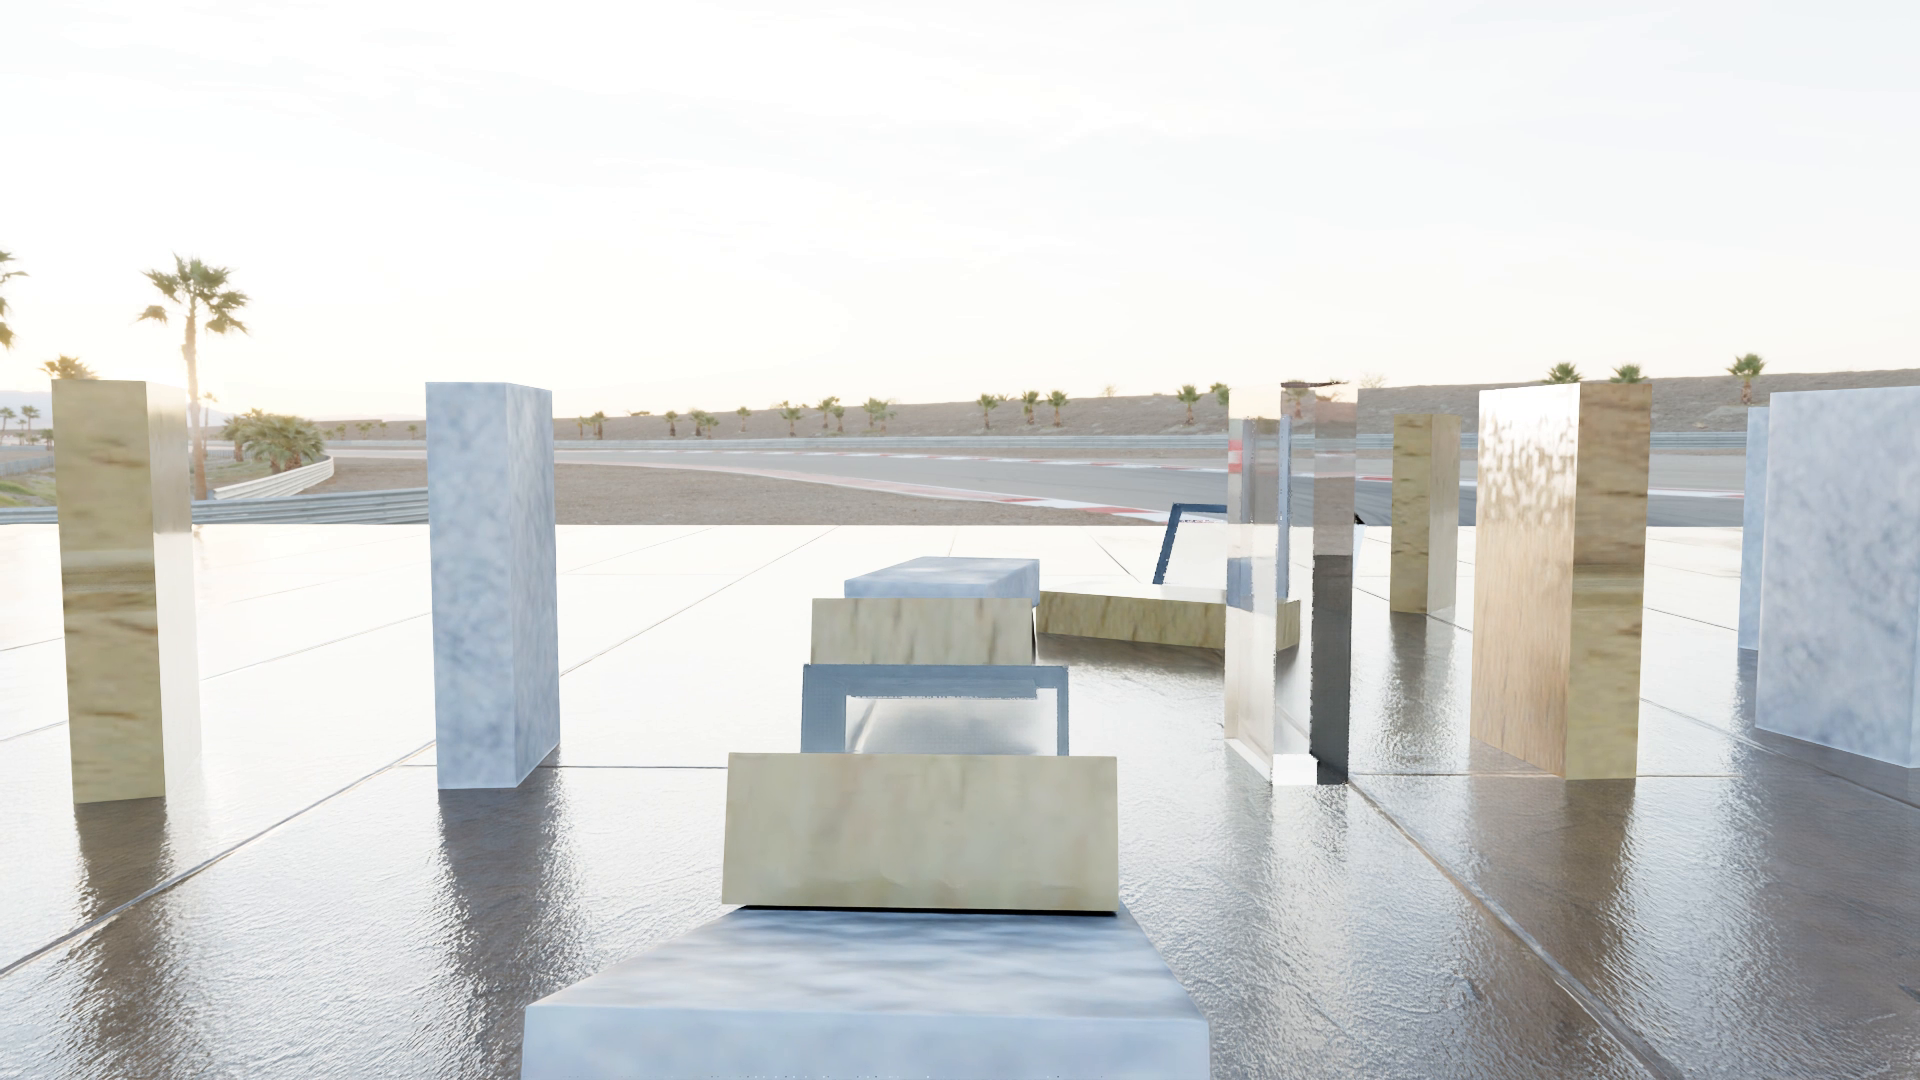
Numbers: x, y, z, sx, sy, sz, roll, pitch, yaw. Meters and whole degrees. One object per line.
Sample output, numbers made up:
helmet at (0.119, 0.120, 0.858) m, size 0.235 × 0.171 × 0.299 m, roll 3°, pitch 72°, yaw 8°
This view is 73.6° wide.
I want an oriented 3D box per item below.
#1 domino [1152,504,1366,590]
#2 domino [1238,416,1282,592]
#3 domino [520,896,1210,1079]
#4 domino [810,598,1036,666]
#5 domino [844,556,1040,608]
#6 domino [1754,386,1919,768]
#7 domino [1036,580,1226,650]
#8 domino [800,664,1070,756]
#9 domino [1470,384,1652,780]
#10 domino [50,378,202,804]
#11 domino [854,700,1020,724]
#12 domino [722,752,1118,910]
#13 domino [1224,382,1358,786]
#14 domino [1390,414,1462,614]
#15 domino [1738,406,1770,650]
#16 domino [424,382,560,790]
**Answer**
domino at (0.076, 0.005, 0.329) m, size 0.050 × 0.025 × 0.009 m, roll 4°, pitch -22°, yaw 39°
domino at (0.083, -0.009, 0.353) m, size 0.010 × 0.050 × 0.025 m, roll 1°, pitch 4°, yaw 16°
domino at (-0.002, 0.026, 0.070) m, size 0.025 × 0.009 × 0.050 m, roll 0°, pitch -10°, yaw 3°
domino at (-0.003, 0.016, 0.169) m, size 0.025 × 0.009 × 0.050 m, roll 0°, pitch -10°, yaw 4°
domino at (-0.002, 0.010, 0.243) m, size 0.025 × 0.010 × 0.050 m, roll 1°, pitch 4°, yaw 14°
domino at (0.127, 0.004, 0.180) m, size 0.010 × 0.050 × 0.025 m, roll -1°, pitch 4°, yaw -12°
domino at (0.045, 0.016, 0.287) m, size 0.050 × 0.009 × 0.025 m, roll 3°, pitch 5°, yaw 33°
domino at (-0.001, 0.021, 0.144) m, size 0.025 × 0.010 × 0.050 m, roll 0°, pitch -10°, yaw 2°
domino at (0.080, 0.005, 0.174) m, size 0.009 × 0.050 × 0.025 m, roll 0°, pitch 4°, yaw -5°
domino at (-0.105, 0.005, 0.163) m, size 0.009 × 0.050 × 0.025 m, roll -2°, pitch 5°, yaw -22°
domino at (-0.002, 0.021, 0.221) m, size 0.025 × 0.009 × 0.050 m, roll 0°, pitch 4°, yaw 4°
domino at (-0.001, 0.023, 0.106) m, size 0.025 × 0.010 × 0.050 m, roll 0°, pitch -11°, yaw 3°
domino at (0.043, 0.005, 0.171) m, size 0.010 × 0.050 × 0.025 m, roll 0°, pitch 4°, yaw -2°
domino at (0.121, -0.007, 0.333) m, size 0.010 × 0.050 × 0.025 m, roll 3°, pitch 5°, yaw 37°
domino at (0.176, -0.003, 0.268) m, size 0.025 × 0.050 × 0.009 m, roll -2°, pitch 5°, yaw -26°
domino at (-0.061, 0.005, 0.169) m, size 0.009 × 0.050 × 0.025 m, roll 0°, pitch 4°, yaw -5°
